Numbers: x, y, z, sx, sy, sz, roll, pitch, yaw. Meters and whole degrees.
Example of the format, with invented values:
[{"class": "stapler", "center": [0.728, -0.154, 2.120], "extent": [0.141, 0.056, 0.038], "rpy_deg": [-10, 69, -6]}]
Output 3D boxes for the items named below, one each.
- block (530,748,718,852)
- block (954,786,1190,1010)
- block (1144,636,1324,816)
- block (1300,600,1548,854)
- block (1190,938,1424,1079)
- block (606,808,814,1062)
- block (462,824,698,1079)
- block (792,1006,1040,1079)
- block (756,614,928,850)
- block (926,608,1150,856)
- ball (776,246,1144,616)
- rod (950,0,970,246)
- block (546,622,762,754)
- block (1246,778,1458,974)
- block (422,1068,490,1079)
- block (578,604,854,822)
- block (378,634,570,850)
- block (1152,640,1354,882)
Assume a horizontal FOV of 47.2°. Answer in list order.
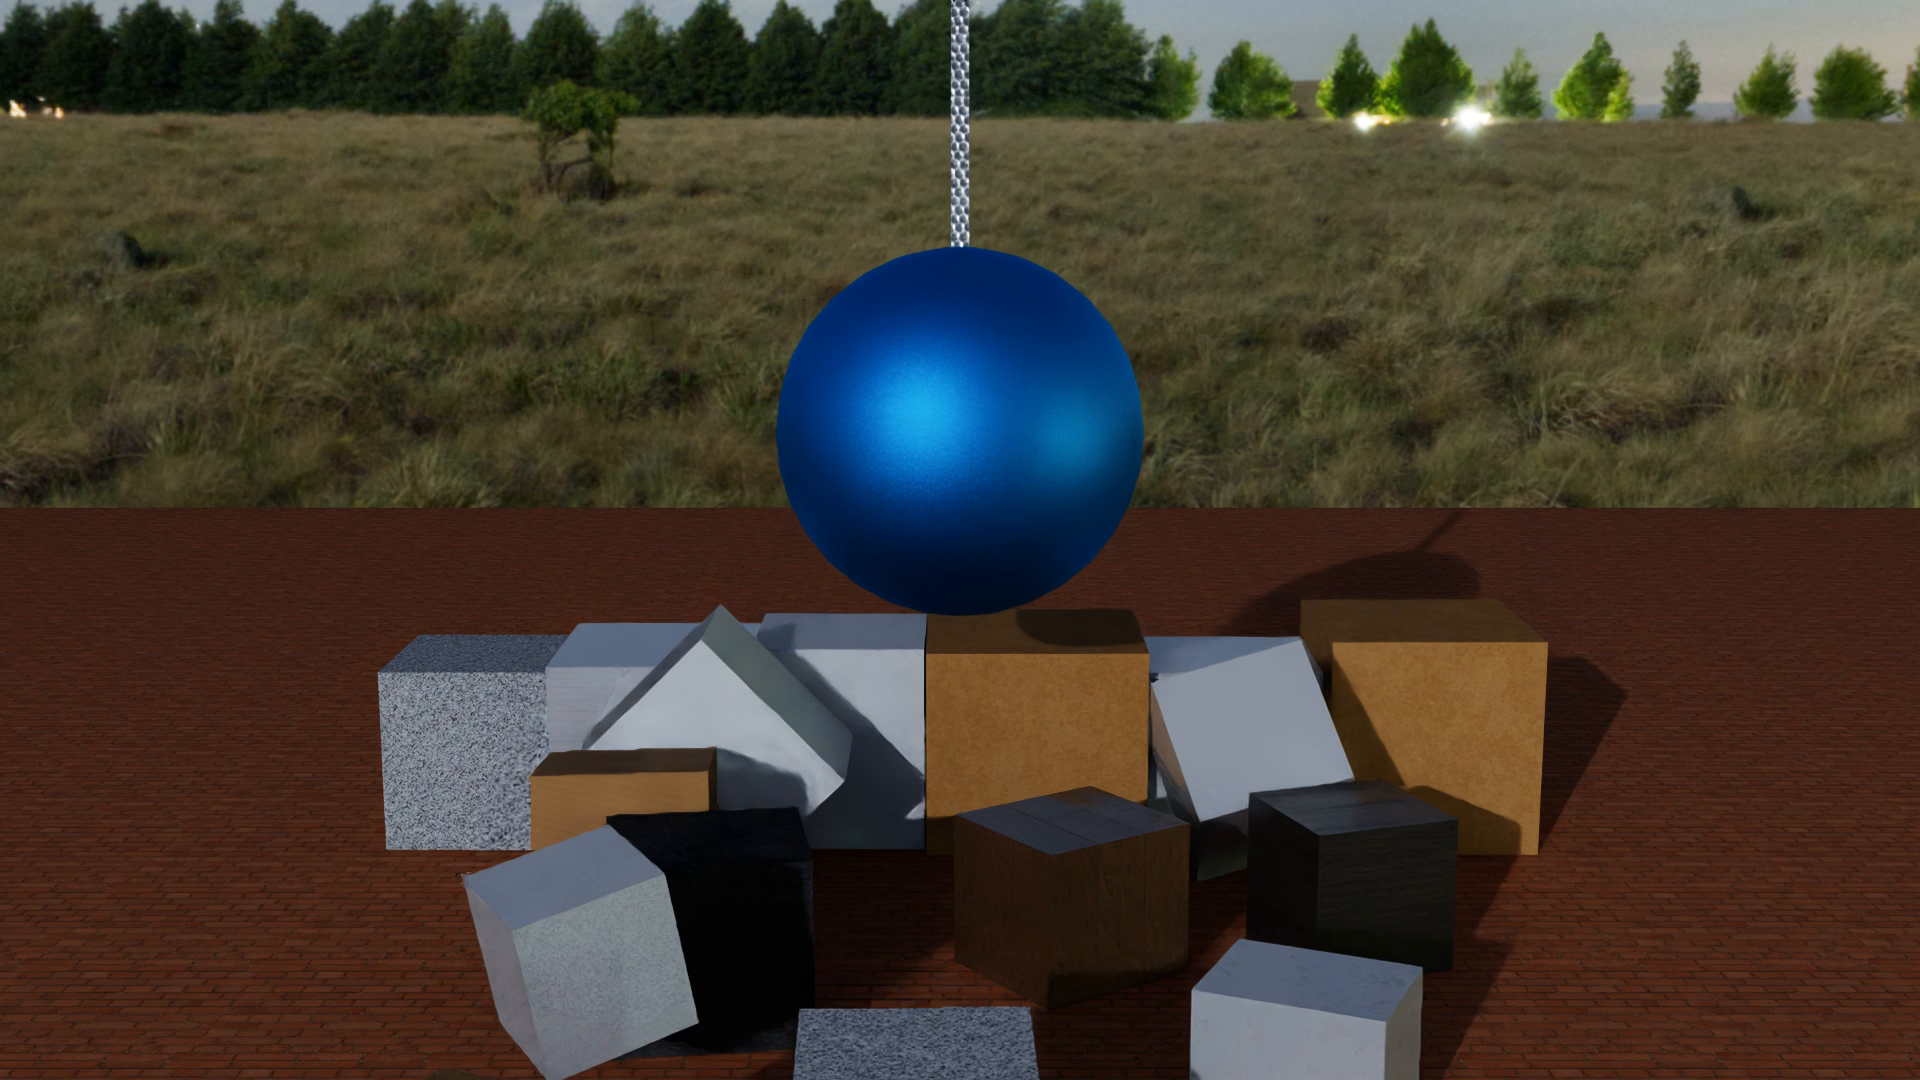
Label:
[{"class": "block", "center": [-1.435, 1.295, 9.525], "extent": [0.737, 0.677, 0.725], "rpy_deg": [-1, 3, -4]}, {"class": "block", "center": [0.474, 1.511, 9.406], "extent": [0.743, 0.662, 0.675], "rpy_deg": [-7, 13, -34]}, {"class": "block", "center": [1.373, 1.030, 11.384], "extent": [0.870, 0.900, 0.815], "rpy_deg": [0, 10, 1]}, {"class": "block", "center": [2.350, 0.942, 11.353], "extent": [1.052, 1.084, 1.021], "rpy_deg": [0, 10, 0]}, {"class": "block", "center": [1.223, 1.836, 7.765], "extent": [0.681, 0.609, 0.548], "rpy_deg": [5, 11, 24]}, {"class": "block", "center": [-1.010, 1.563, 8.827], "extent": [0.787, 0.767, 0.706], "rpy_deg": [-2, 10, -9]}, {"class": "block", "center": [-1.335, 1.442, 7.735], "extent": [0.556, 0.586, 0.559], "rpy_deg": [-18, 19, -25]}, {"class": "block", "center": [-0.132, 1.942, 6.617], "extent": [0.726, 0.749, 0.841], "rpy_deg": [0, 15, -2]}, {"class": "block", "center": [-0.603, 0.971, 11.356], "extent": [0.859, 1.027, 0.840], "rpy_deg": [0, 10, 0]}, {"class": "block", "center": [0.379, 0.969, 11.366], "extent": [1.095, 1.028, 1.050], "rpy_deg": [0, 10, 0]}, {"class": "ball", "center": [0.000, -0.469, 9.564], "extent": [1.600, 1.600, 1.600], "rpy_deg": [0, 10, 0]}, {"class": "rod", "center": [0.000, -3.860, 9.815], "extent": [0.080, 5.200, 0.080], "rpy_deg": [0, -4, 0]}, {"class": "block", "center": [-1.540, 1.005, 11.357], "extent": [0.991, 0.960, 1.001], "rpy_deg": [0, 10, 0]}, {"class": "block", "center": [1.692, 1.479, 9.556], "extent": [0.661, 0.672, 0.643], "rpy_deg": [-4, 11, -19]}, {"class": "block", "center": [-1.362, 2.054, 5.957], "extent": [0.809, 0.828, 0.855], "rpy_deg": [6, 12, 28]}, {"class": "block", "center": [-1.163, 1.009, 10.422], "extent": [0.883, 0.920, 0.841], "rpy_deg": [-44, 7, 7]}, {"class": "block", "center": [-2.459, 1.028, 11.364], "extent": [0.835, 0.912, 0.852], "rpy_deg": [0, 10, 0]}, {"class": "block", "center": [1.355, 1.050, 10.342], "extent": [0.723, 0.708, 0.847], "rpy_deg": [-16, -27, -3]}]
